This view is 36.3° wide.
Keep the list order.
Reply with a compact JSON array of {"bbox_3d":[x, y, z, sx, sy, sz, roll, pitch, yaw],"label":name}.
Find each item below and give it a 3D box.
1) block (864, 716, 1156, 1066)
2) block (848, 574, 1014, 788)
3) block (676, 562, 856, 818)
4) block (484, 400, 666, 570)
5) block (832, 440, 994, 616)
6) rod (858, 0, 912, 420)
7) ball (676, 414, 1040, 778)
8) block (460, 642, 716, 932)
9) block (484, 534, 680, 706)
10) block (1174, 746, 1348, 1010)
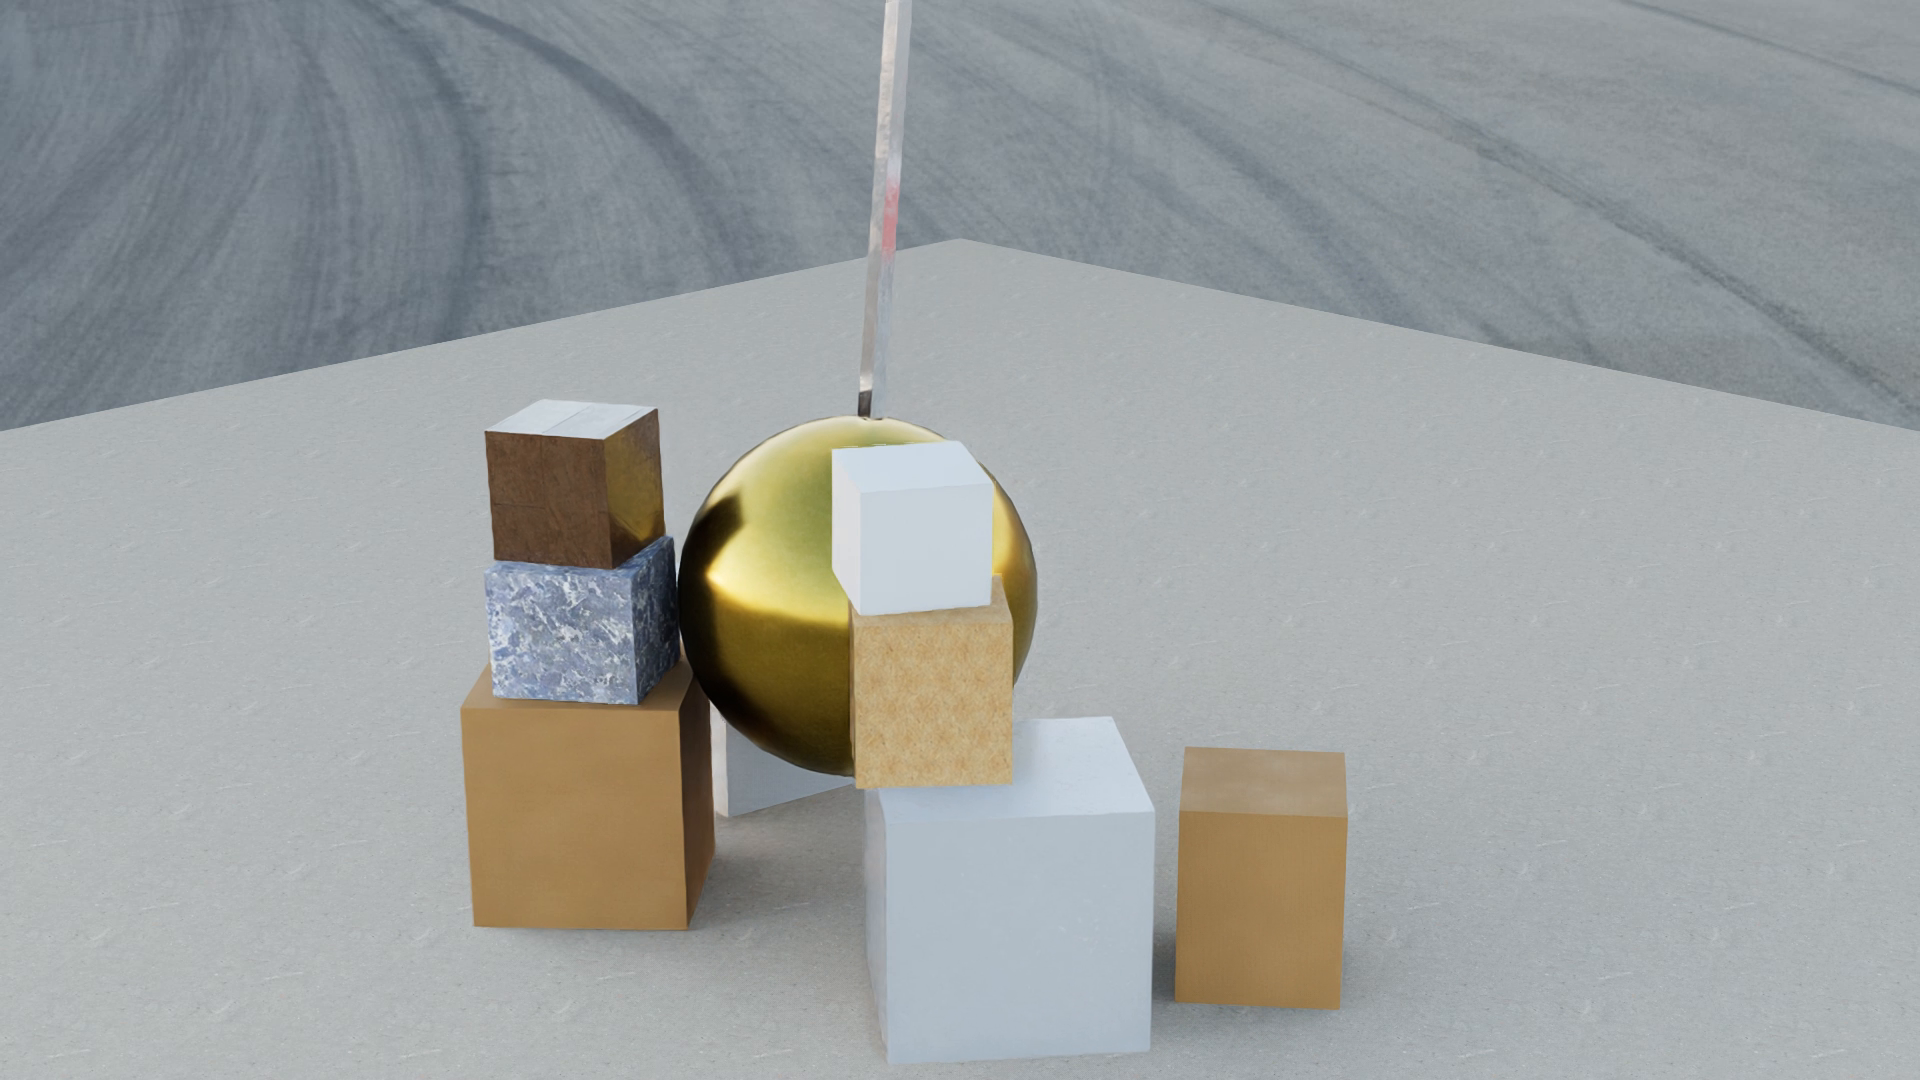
[{"bbox_3d":[0.178,1.423,12.076,1.060,1.045,1.048,-2,18,-6],"label":"block"},{"bbox_3d":[-0.125,0.569,11.911,0.626,0.683,0.611,-1,17,-4],"label":"block"},{"bbox_3d":[-0.995,0.664,14.554,0.960,1.005,0.884,-13,21,-35],"label":"block"},{"bbox_3d":[-1.670,-0.247,12.775,0.564,0.582,0.536,5,19,19],"label":"block"},{"bbox_3d":[-0.198,-0.051,11.815,0.536,0.524,0.520,-5,22,-14],"label":"block"},{"bbox_3d":[-0.195,-3.057,12.176,0.080,5.200,0.080,17,18,42],"label":"rod"},{"bbox_3d":[-0.451,0.245,12.946,1.600,1.600,1.600,0,17,0],"label":"ball"},{"bbox_3d":[-1.646,1.086,13.155,0.947,1.031,0.887,1,17,3],"label":"block"},{"bbox_3d":[-1.647,0.331,12.862,0.657,0.574,0.615,2,18,12],"label":"block"},{"bbox_3d":[1.272,1.419,12.394,0.683,0.861,0.719,2,18,6],"label":"block"}]
